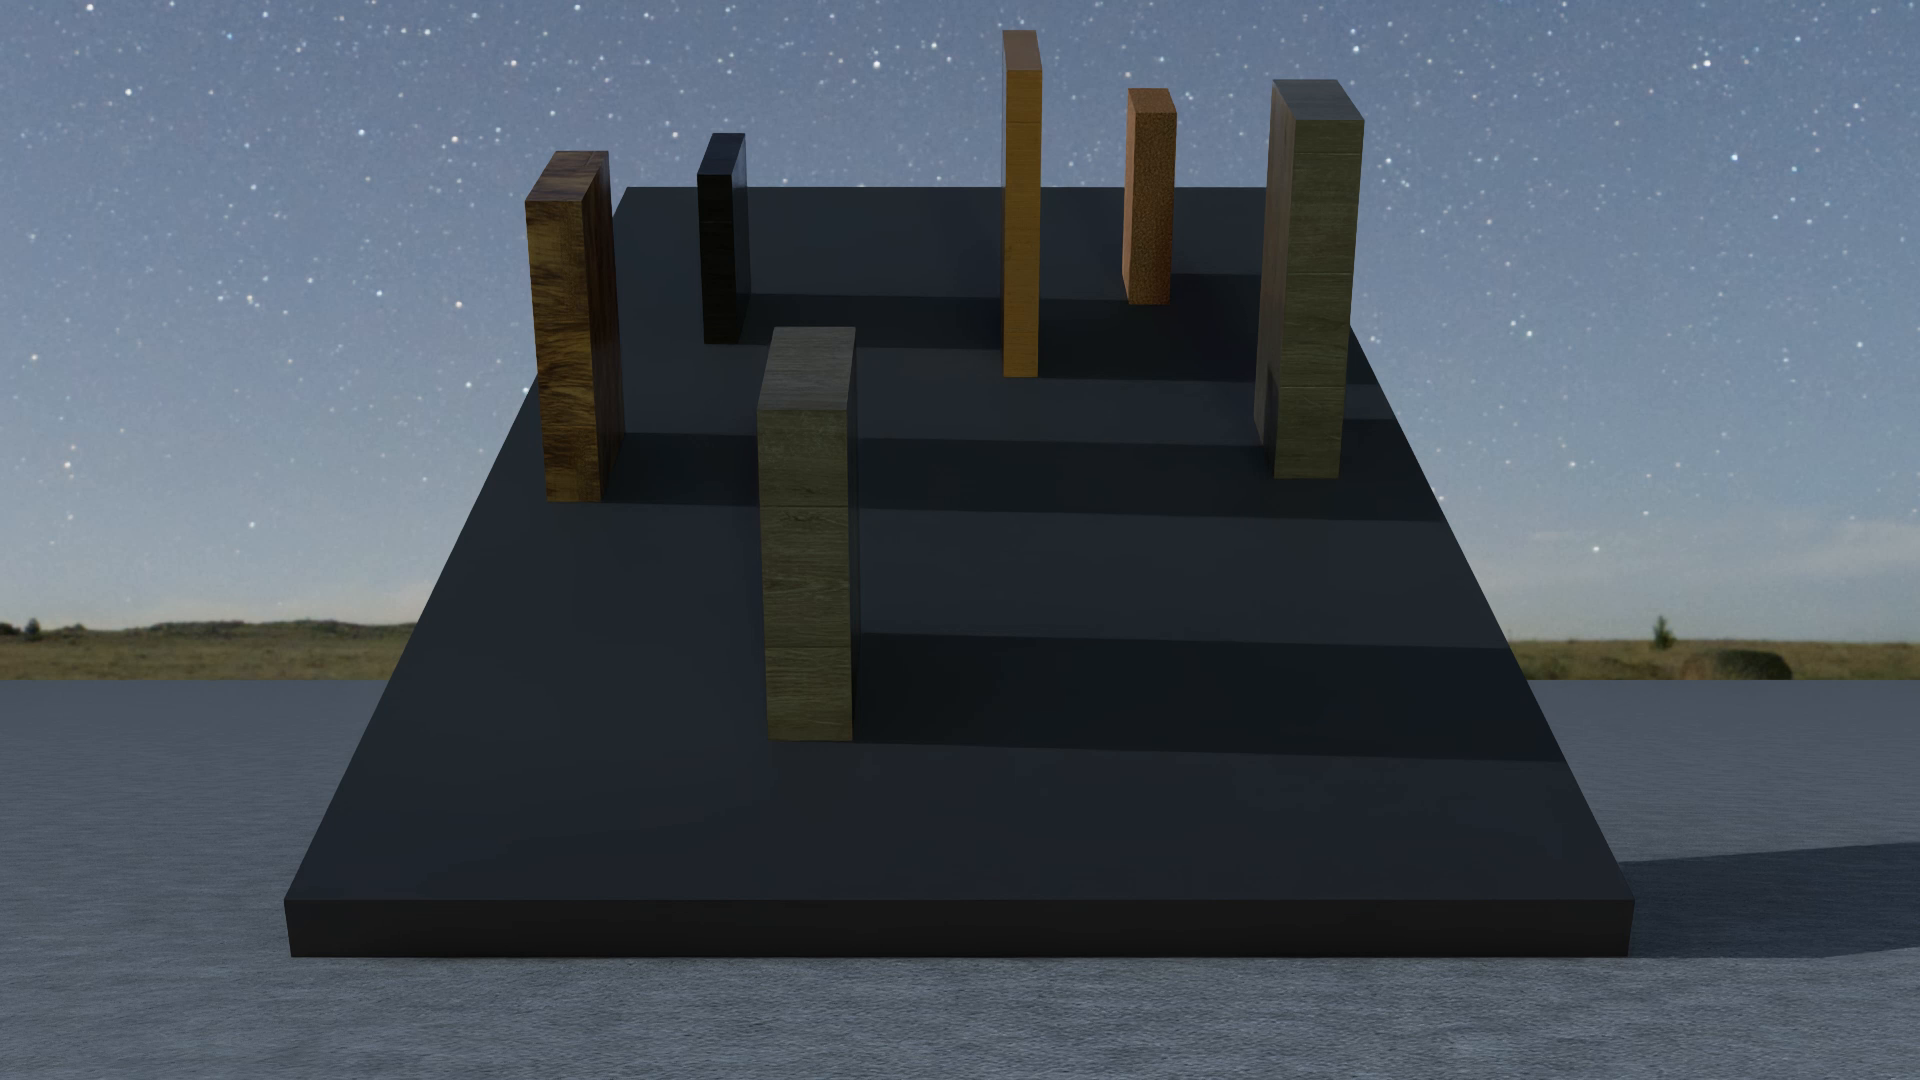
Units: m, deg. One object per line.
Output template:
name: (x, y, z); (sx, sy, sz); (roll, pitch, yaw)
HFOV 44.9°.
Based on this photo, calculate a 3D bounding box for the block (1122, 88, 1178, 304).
block: (0.492, -0.898, 6.063); (0.105, 0.504, 0.276); (0, 24, 0)

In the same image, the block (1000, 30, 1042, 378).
block: (0.144, -0.813, 5.584); (0.081, 0.733, 0.449); (0, 24, 0)

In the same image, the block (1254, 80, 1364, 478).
block: (0.738, -0.559, 4.960); (0.138, 0.773, 0.366); (0, 24, 0)

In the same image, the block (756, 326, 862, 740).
block: (-0.250, -0.017, 3.953); (0.141, 0.589, 0.411); (0, 24, 0)

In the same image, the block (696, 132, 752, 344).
block: (-0.591, -0.763, 5.845); (0.083, 0.429, 0.410); (0, 24, 0)

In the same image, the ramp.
ramp: (-0.008, -0.228, 5.287); (2.000, 0.100, 4.000); (0, 24, 0)

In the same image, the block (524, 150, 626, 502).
block: (-0.801, -0.453, 4.876); (0.111, 0.641, 0.397); (0, 24, 0)
